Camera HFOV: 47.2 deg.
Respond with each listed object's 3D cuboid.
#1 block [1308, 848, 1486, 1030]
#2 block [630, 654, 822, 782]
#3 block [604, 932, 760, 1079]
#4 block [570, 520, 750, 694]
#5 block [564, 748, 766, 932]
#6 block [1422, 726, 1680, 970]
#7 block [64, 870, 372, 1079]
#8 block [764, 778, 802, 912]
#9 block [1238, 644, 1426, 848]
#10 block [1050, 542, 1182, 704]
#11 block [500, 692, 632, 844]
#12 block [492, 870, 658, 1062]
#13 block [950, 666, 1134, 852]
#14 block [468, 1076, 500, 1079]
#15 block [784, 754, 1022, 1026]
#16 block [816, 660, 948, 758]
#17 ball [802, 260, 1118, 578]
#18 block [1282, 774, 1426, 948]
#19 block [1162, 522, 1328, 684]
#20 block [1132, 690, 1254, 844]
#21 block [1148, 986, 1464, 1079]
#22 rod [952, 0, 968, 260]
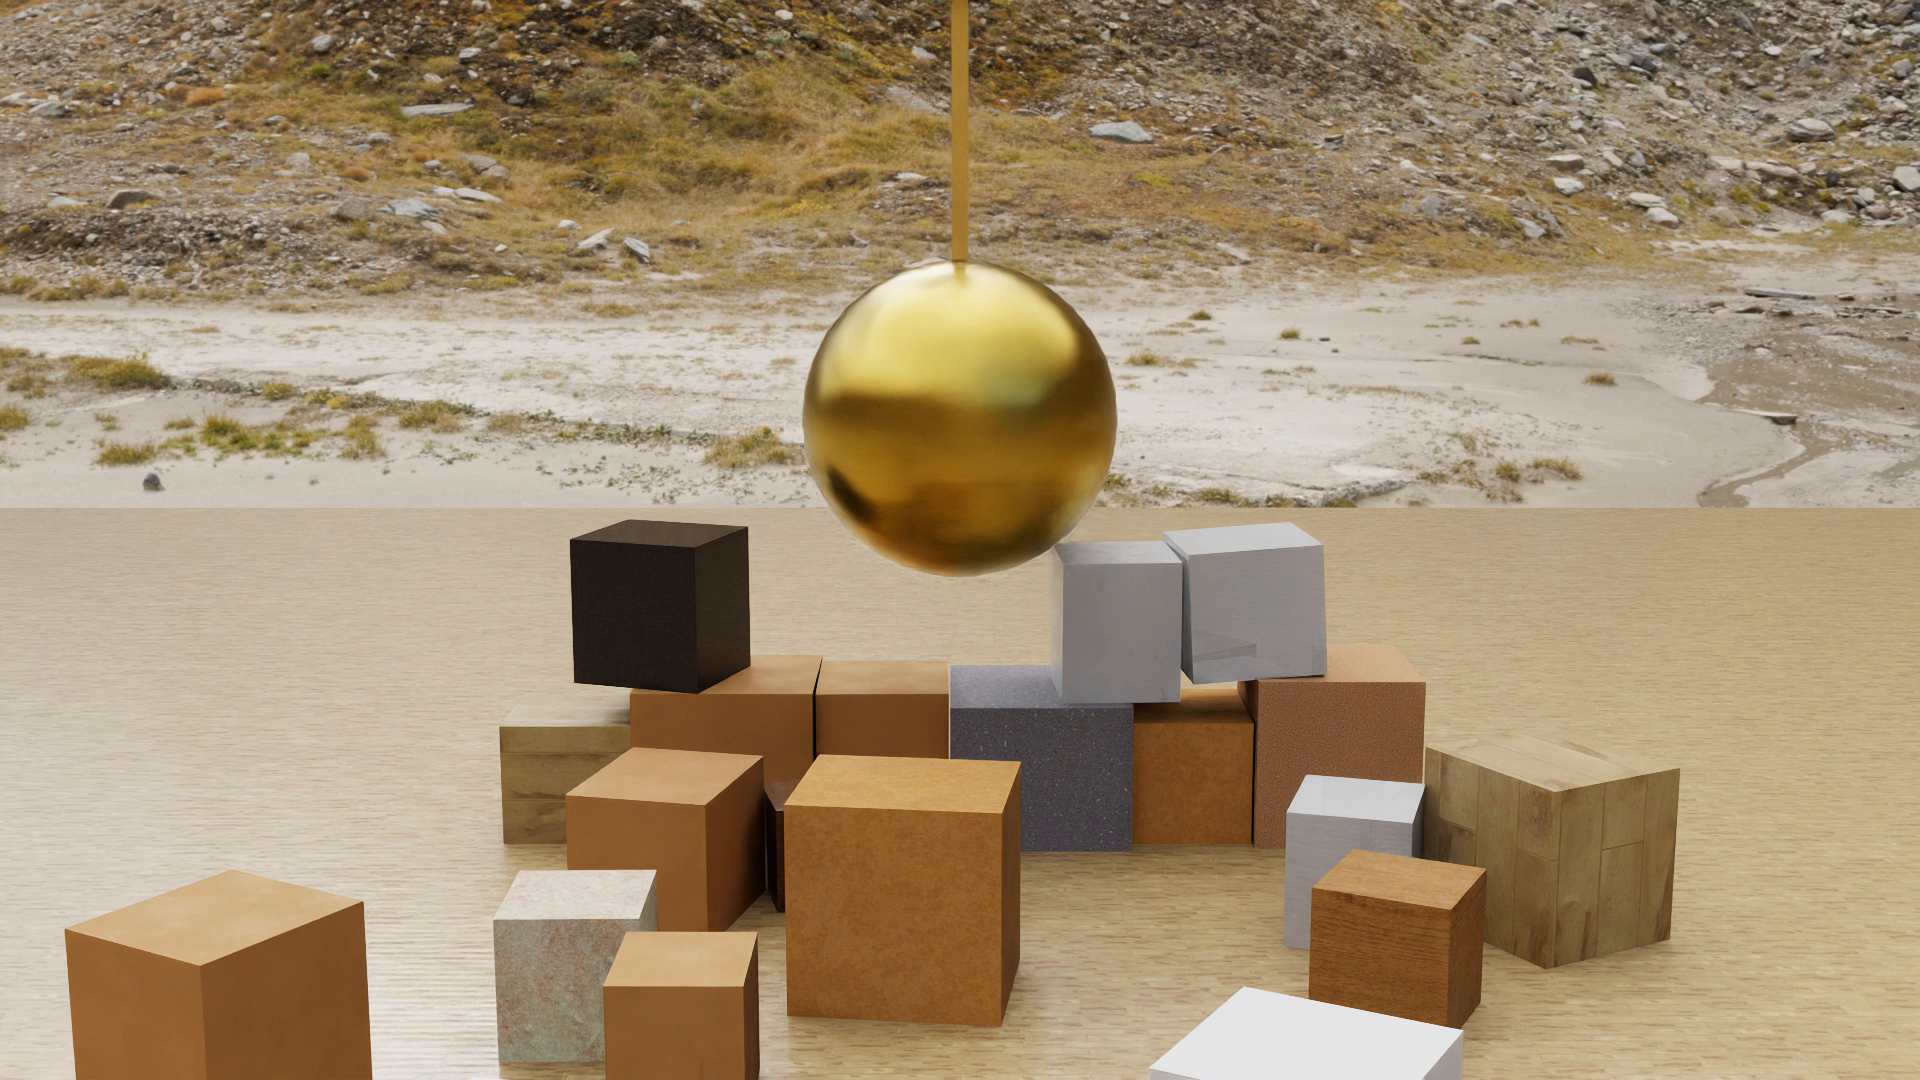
[{"bbox_3d":[1.775,1.645,8.914,0.560,0.574,0.549,5,12,27],"label":"block"},{"bbox_3d":[-1.184,1.081,11.377,0.905,0.802,0.847,0,10,0],"label":"block"},{"bbox_3d":[-1.016,1.803,8.112,0.497,0.550,0.545,0,10,0],"label":"block"},{"bbox_3d":[-1.521,0.326,11.225,0.689,0.738,0.631,4,11,19],"label":"block"},{"bbox_3d":[-1.332,1.393,10.066,0.653,0.658,0.799,2,11,13],"label":"block"},{"bbox_3d":[2.638,1.358,9.888,0.744,0.791,0.812,-6,12,-29],"label":"block"},{"bbox_3d":[-2.619,1.721,7.820,0.683,0.816,0.732,6,12,30],"label":"block"},{"bbox_3d":[-0.700,1.426,10.358,0.407,0.488,0.486,-3,11,-14],"label":"block"},{"bbox_3d":[1.894,1.052,11.376,0.826,0.860,0.836,0,10,0],"label":"block"},{"bbox_3d":[0.786,0.410,11.194,0.592,0.708,0.600,-1,10,-3],"label":"block"},{"bbox_3d":[-1.977,1.174,11.396,0.659,0.612,0.681,0,10,0],"label":"block"},{"bbox_3d":[-1.508,1.679,8.717,0.555,0.578,0.569,0,10,-1],"label":"block"},{"bbox_3d":[0.405,1.114,11.370,0.907,0.740,0.894,0,10,0],"label":"block"},{"bbox_3d":[-1.384,2.047,6.948,0.531,0.487,0.493,2,10,10],"label":"block"},{"bbox_3d":[-0.221,1.439,9.158,0.875,0.891,0.739,1,10,7],"label":"block"},{"bbox_3d":[-0.393,1.091,11.366,0.663,0.787,0.708,0,10,-1],"label":"block"},{"bbox_3d":[0.000,-0.612,11.124,1.600,1.600,1.600,0,10,0],"label":"ball"},{"bbox_3d":[1.772,1.452,9.857,0.541,0.616,0.605,3,11,17],"label":"block"},{"bbox_3d":[1.445,0.312,11.217,0.677,0.656,0.685,-4,10,-5],"label":"block"},{"bbox_3d":[1.169,1.165,11.407,0.603,0.627,0.706,0,10,0],"label":"block"},{"bbox_3d":[1.112,1.941,7.056,0.766,0.655,0.770,6,12,29],"label":"block"},{"bbox_3d":[0.000,-3.952,10.486,0.080,5.200,0.080,0,11,0],"label":"rod"}]
